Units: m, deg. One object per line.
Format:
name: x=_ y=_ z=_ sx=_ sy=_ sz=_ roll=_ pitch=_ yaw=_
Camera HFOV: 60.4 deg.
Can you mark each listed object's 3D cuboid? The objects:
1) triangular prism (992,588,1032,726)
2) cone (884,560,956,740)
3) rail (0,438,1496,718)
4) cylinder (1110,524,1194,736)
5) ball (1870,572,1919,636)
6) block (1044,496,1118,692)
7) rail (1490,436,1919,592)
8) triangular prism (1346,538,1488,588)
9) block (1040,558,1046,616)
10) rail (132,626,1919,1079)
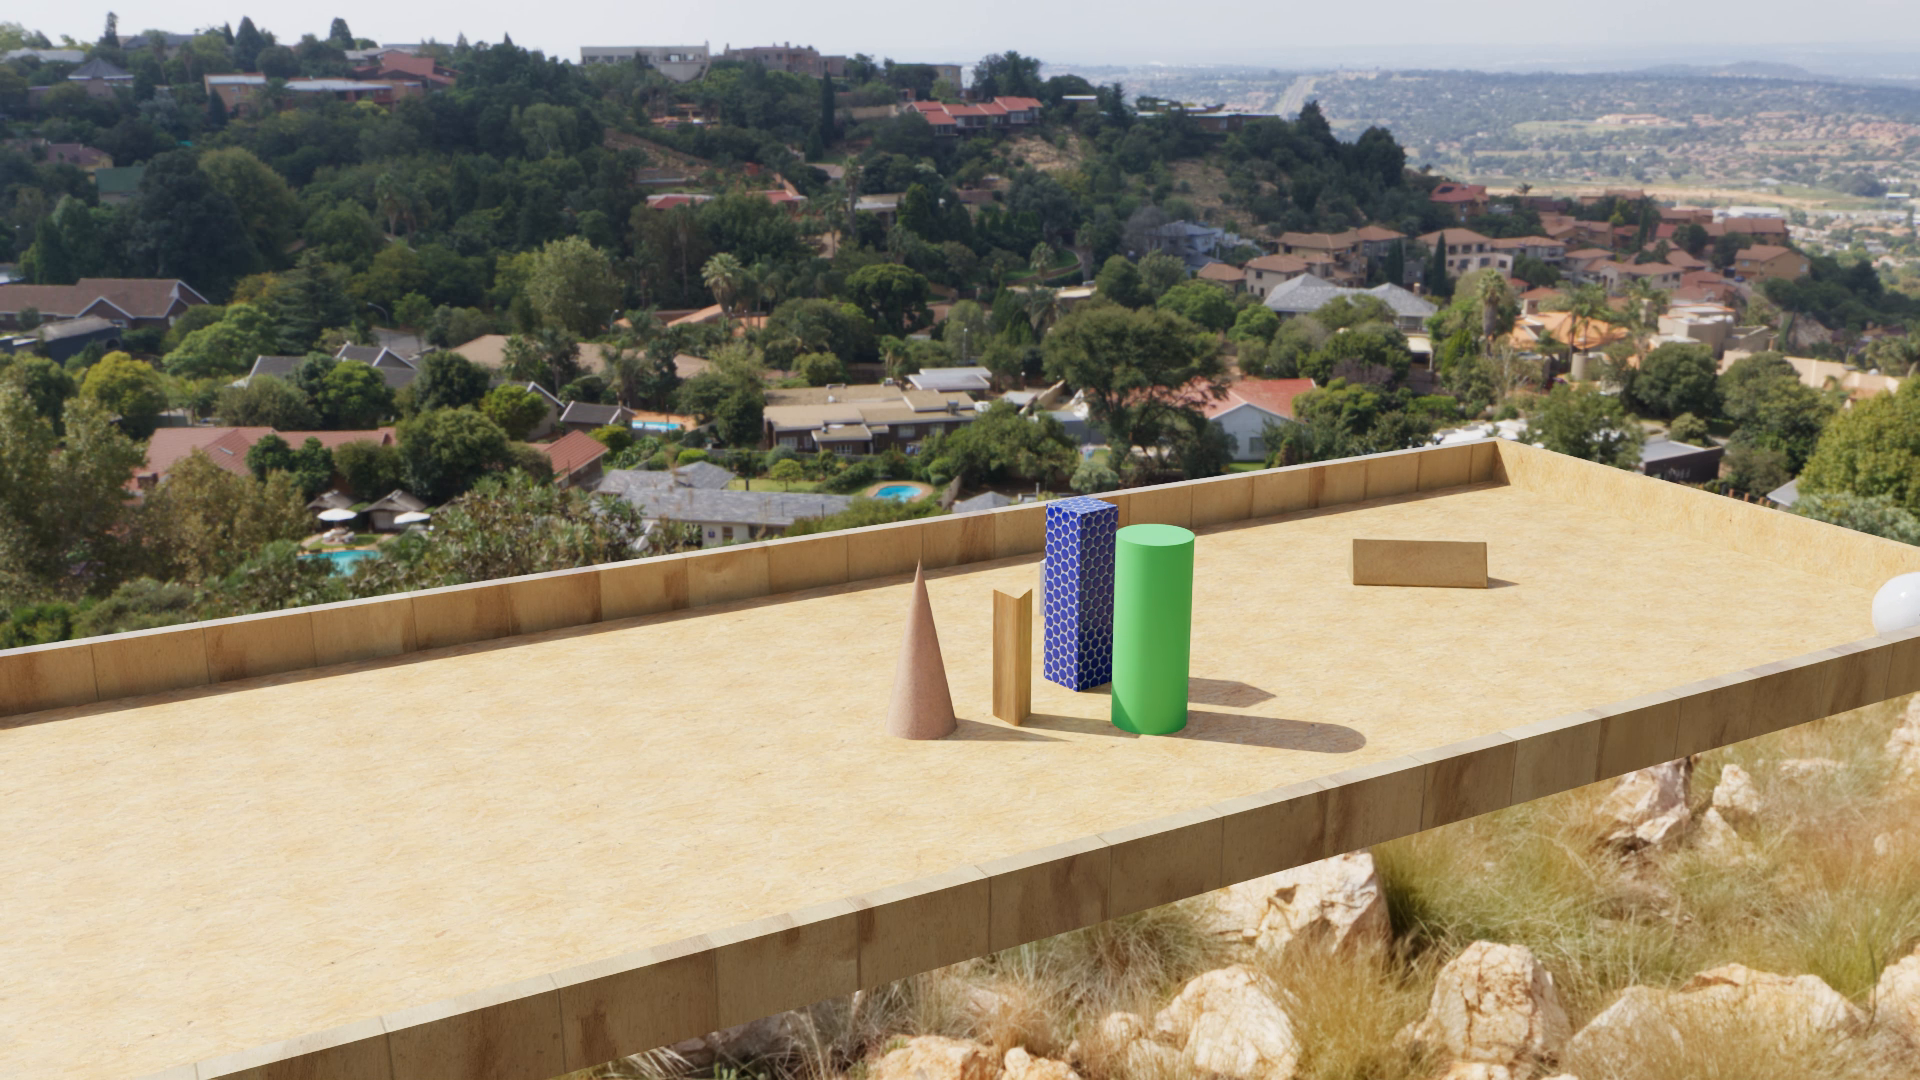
triangular prism: x=0.137 y=0.269 z=3.880 sx=0.079 sy=0.316 sz=0.091 roll=-12 pitch=20 yaw=-35
cone: x=-0.092 y=0.238 z=3.812 sx=0.170 sy=0.414 sz=0.170 roll=0 pitch=16 yaw=0
rail: x=-3.305 y=0.497 z=3.399 sx=12.000 sy=0.150 sz=0.050 roll=-9 pitch=18 yaw=-27
cylinder: x=0.447 y=0.207 z=3.839 sx=0.179 sy=0.457 sz=0.179 roll=0 pitch=16 yaw=0
ball: x=2.507 y=0.192 z=4.317 sx=0.216 sy=0.216 sz=0.216 roll=0 pitch=16 yaw=0
block: x=0.299 y=0.132 z=4.095 sx=0.125 sy=0.456 sz=0.125 roll=-13 pitch=21 yaw=-37
rail: x=2.466 y=-0.048 z=5.253 sx=0.050 sy=0.150 sz=2.100 roll=-9 pitch=18 yaw=-27
triangular prism: x=1.368 y=0.058 z=4.931 sx=0.391 sy=0.122 sz=0.140 roll=1 pitch=16 yaw=5
block: x=0.365 y=0.104 z=4.727 sx=0.155 sy=0.155 sz=0.336 roll=8 pitch=18 yaw=25
rail: x=-2.336 y=1.006 z=1.665 sx=12.000 sy=0.150 sz=0.050 roll=-9 pitch=18 yaw=-27
